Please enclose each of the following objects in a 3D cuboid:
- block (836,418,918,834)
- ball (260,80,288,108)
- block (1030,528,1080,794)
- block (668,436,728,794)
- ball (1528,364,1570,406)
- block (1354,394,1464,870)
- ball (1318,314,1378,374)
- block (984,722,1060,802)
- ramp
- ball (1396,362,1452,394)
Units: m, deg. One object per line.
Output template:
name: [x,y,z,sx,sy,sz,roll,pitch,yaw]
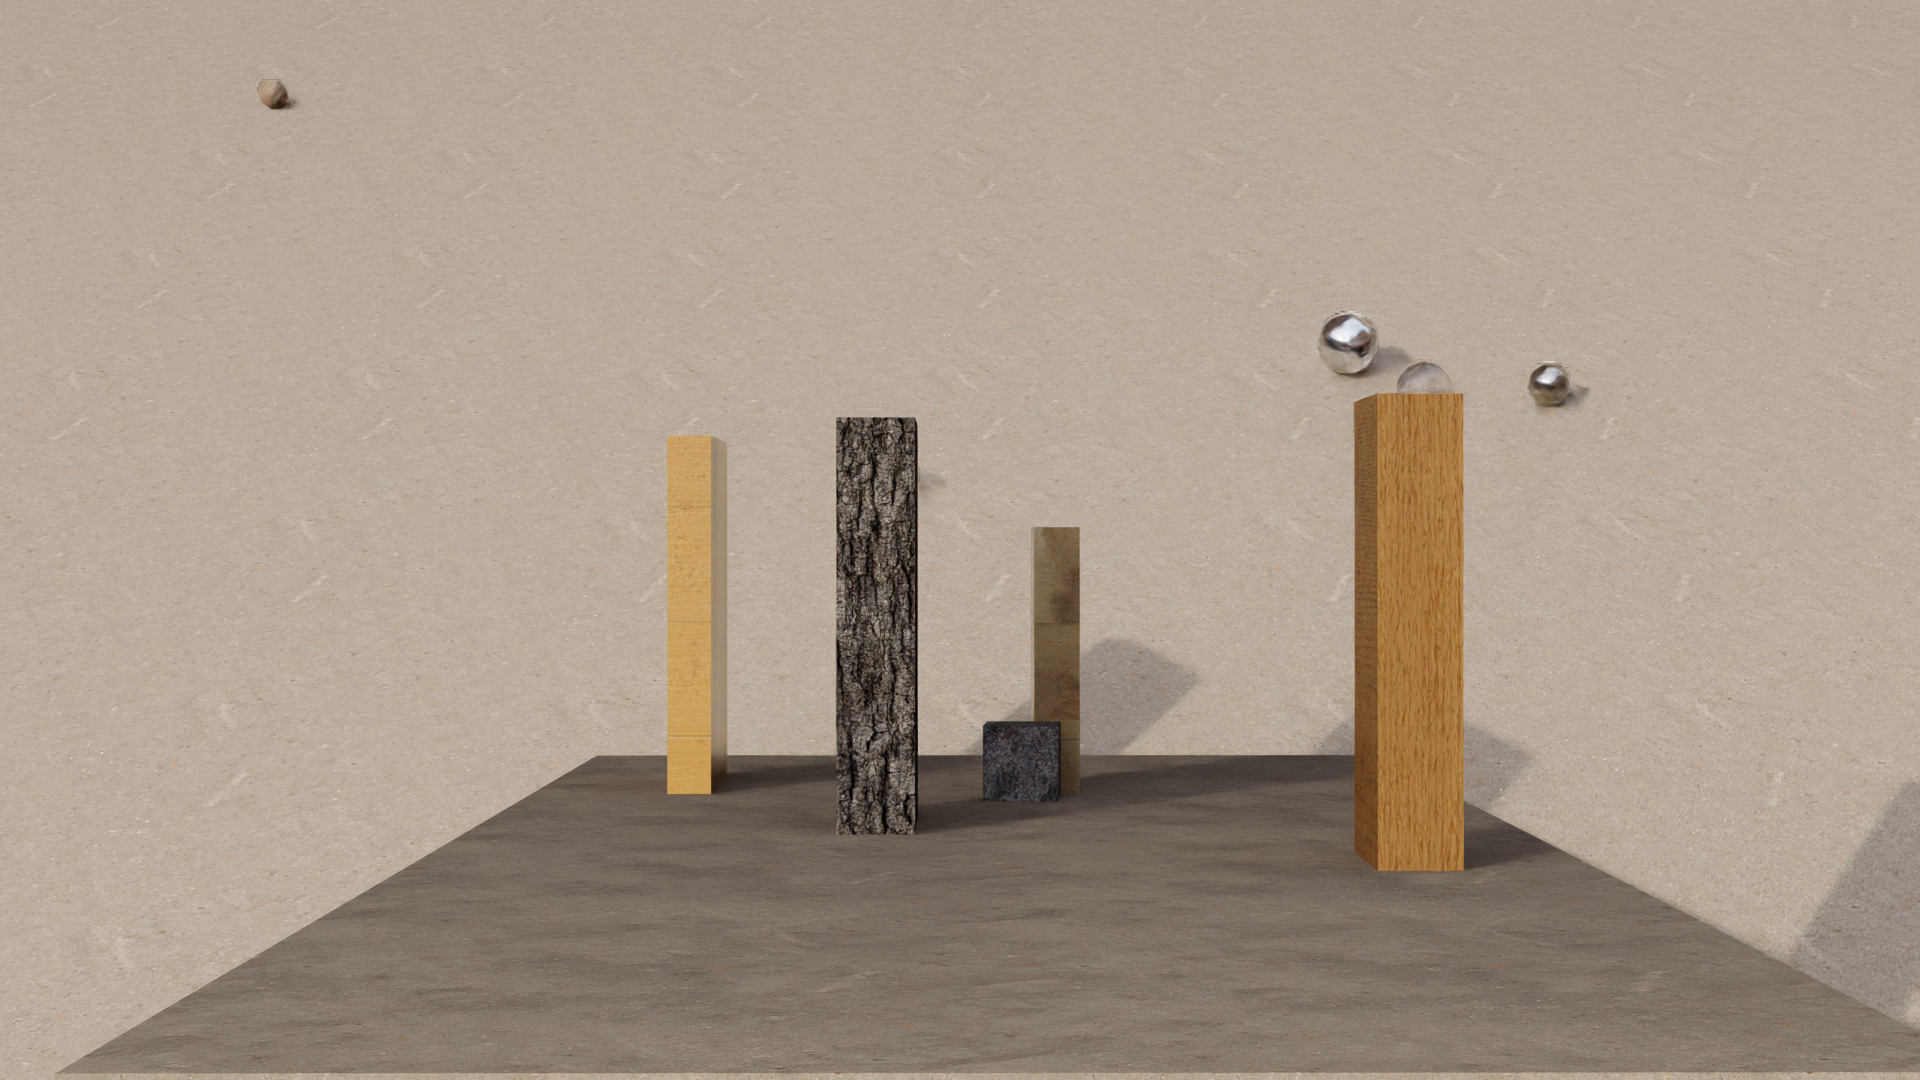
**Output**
block: [-0.158,0.161,5.014,0.147,0.781,0.346,0,0,0]
ball: [-2.892,-1.876,10.898,0.114,0.114,0.114,0,30,0]
block: [0.210,0.262,5.750,0.099,0.580,0.265,0,0,0]
block: [-0.590,0.163,5.833,0.095,0.780,0.401,0,0,0]
ball: [1.941,-0.511,8.528,0.137,0.137,0.137,0,30,0]
block: [0.766,0.153,4.431,0.143,0.794,0.252,0,0,0]
ball: [1.307,-0.660,8.719,0.202,0.202,0.202,0,30,0]
block: [0.133,0.473,5.539,0.159,0.159,0.159,0,0,4]
ramp: [0.067,0.601,4.662,2.000,0.100,4.000,0,0,0]
ball: [1.517,-0.494,8.458,0.177,0.177,0.177,0,30,0]
